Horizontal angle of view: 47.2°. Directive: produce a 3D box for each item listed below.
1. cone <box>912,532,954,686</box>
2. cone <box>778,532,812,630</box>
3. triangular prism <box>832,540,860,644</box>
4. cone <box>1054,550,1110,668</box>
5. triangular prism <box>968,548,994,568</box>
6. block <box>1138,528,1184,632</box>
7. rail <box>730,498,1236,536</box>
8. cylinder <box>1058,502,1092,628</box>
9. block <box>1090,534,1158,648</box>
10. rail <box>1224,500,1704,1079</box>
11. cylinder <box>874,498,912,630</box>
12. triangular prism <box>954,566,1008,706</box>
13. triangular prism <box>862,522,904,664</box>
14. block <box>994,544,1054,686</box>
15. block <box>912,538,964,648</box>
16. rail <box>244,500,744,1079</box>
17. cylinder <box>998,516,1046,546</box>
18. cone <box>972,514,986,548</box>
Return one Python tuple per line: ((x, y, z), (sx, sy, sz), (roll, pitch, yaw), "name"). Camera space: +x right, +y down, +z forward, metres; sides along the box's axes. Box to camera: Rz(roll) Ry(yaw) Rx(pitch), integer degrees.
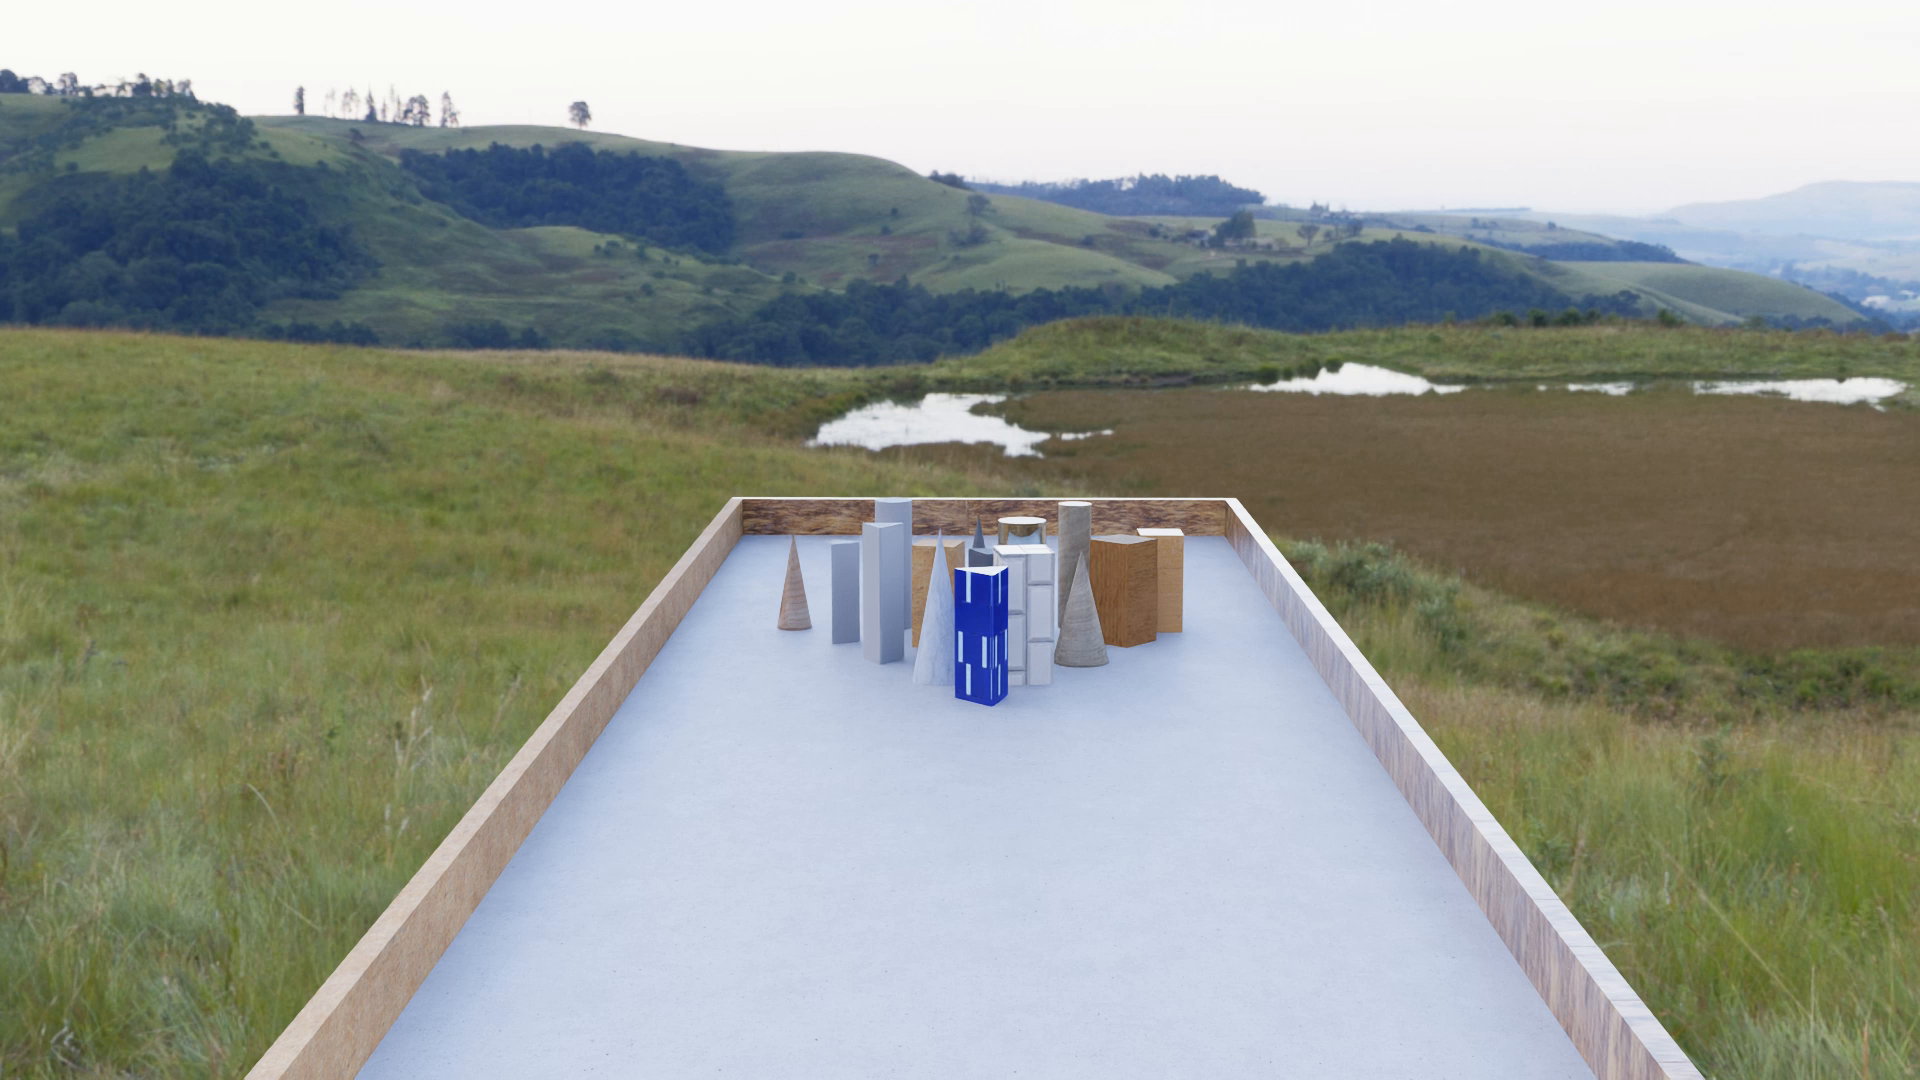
((-0.058, 0.186, 6.395), (0.165, 0.451, 0.165), (0, 9, 0), "cone")
((-0.542, 0.127, 7.178), (0.115, 0.322, 0.115), (0, 9, 0), "cone")
((-0.381, 0.162, 6.968), (0.098, 0.319, 0.085), (-6, 11, -31), "triangular prism")
((0.366, 0.197, 6.651), (0.173, 0.349, 0.173), (0, 9, 0), "cone")
((0.072, 0.197, 6.682), (0.109, 0.339, 0.126), (6, 11, 33), "triangular prism")
((0.650, 0.131, 7.164), (0.140, 0.318, 0.140), (0, 9, 0), "block")
((0.099, -0.098, 9.147), (2.100, 0.150, 0.050), (0, 9, 1), "rail")
((0.373, 0.084, 7.176), (0.108, 0.409, 0.108), (0, 9, 0), "cylinder")
((0.516, 0.159, 6.959), (0.152, 0.328, 0.152), (8, 12, 41), "block")
((1.046, 0.843, 3.208), (0.050, 0.150, 12.000), (0, 9, 1), "rail")
((-0.217, 0.077, 7.179), (0.121, 0.420, 0.121), (0, 9, 0), "cylinder")
((0.085, 0.263, 6.168), (0.132, 0.369, 0.152), (-8, 12, -42), "triangular prism")
((-0.250, 0.158, 6.680), (0.106, 0.417, 0.123), (6, 11, 32), "triangular prism")
((0.185, 0.217, 6.410), (0.154, 0.385, 0.154), (-1, 9, -8), "block")
((-0.067, 0.168, 6.914), (0.136, 0.323, 0.136), (2, 9, 14), "block")
((-1.004, 0.839, 3.234), (0.050, 0.150, 12.000), (0, 9, 1), "rail")
((0.195, 0.130, 6.951), (0.153, 0.388, 0.153), (0, 9, 0), "cylinder")
((0.062, 0.097, 7.215), (0.141, 0.369, 0.141), (0, 9, 0), "cone")
